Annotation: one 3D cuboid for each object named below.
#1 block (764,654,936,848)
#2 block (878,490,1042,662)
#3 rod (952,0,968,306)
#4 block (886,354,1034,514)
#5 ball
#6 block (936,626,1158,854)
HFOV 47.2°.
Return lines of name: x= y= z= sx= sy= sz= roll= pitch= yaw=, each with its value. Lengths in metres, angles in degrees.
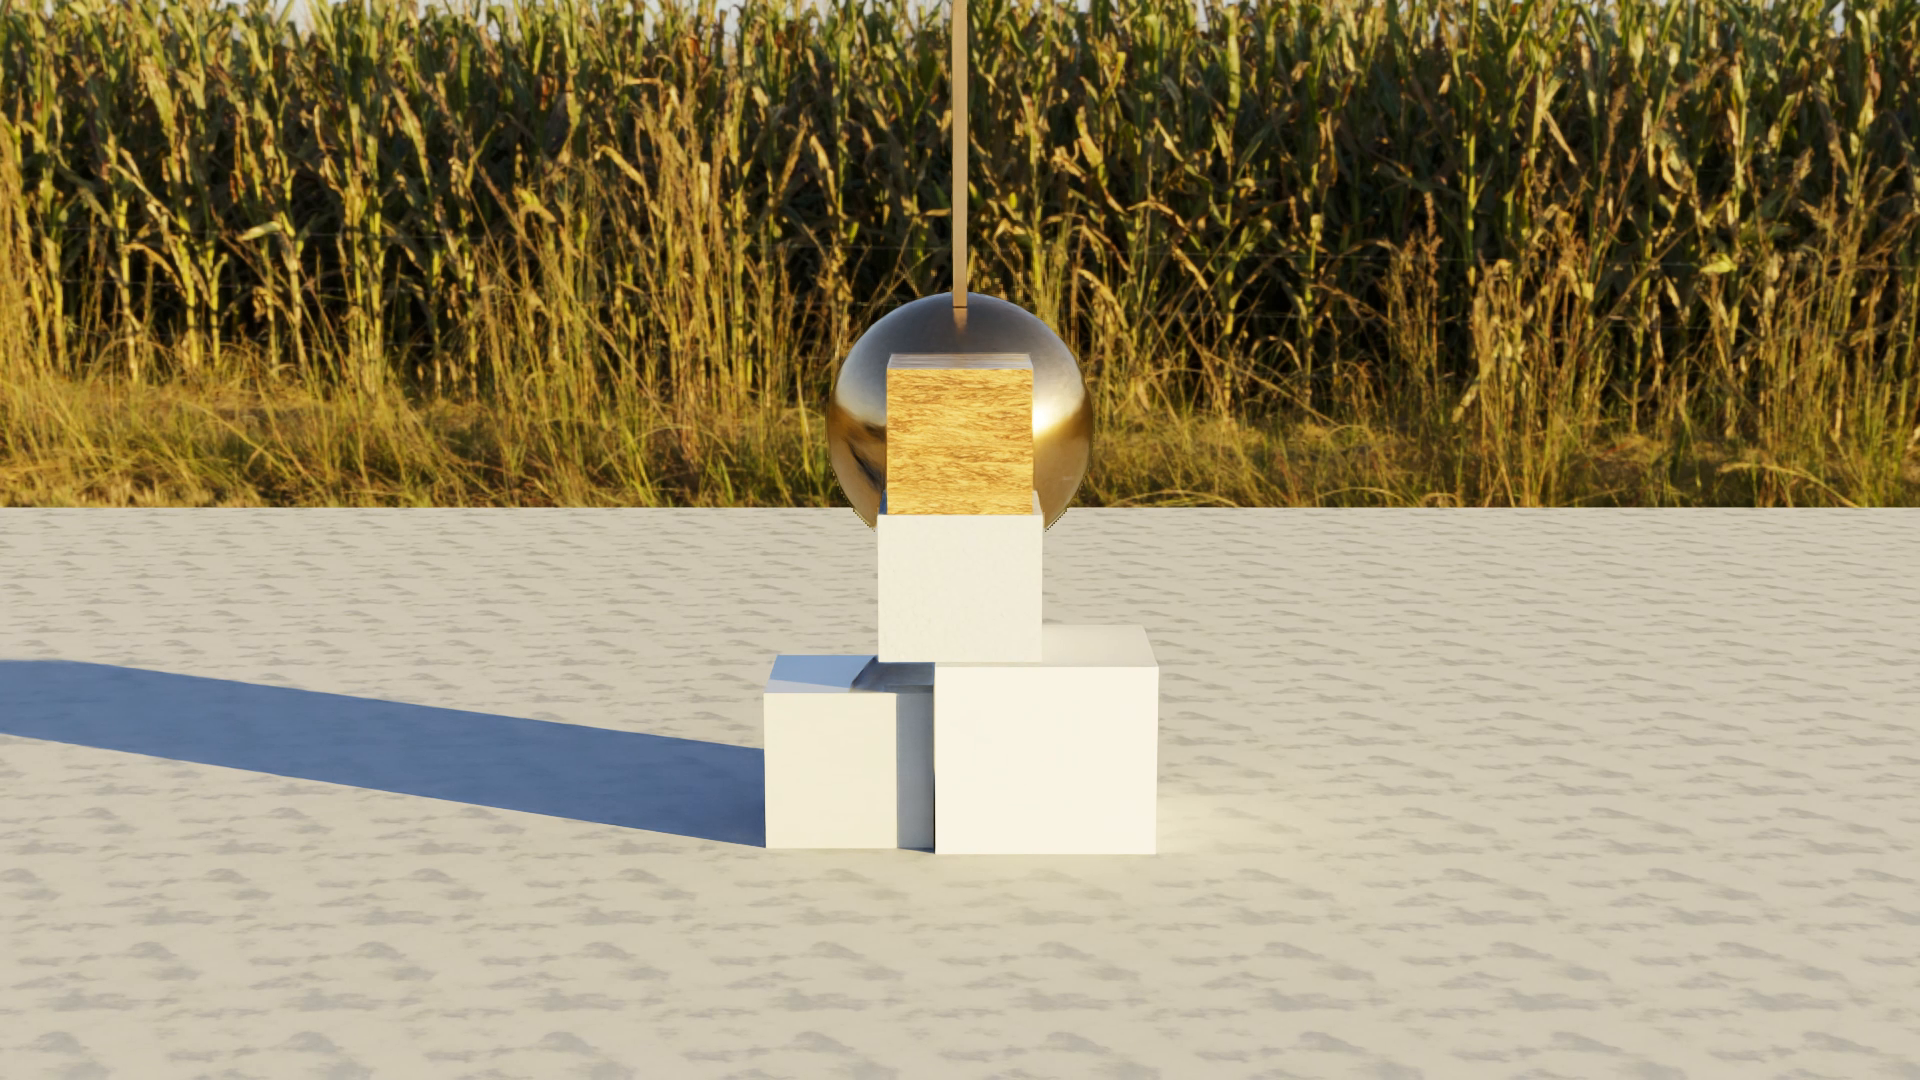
block: x=-0.552 y=1.081 z=11.385 sx=0.842 sy=0.800 sz=0.827 roll=0 pitch=10 yaw=0
block: x=0.000 y=0.173 z=11.217 sx=0.806 sy=0.736 sz=0.768 roll=0 pitch=10 yaw=0
rod: x=0.000 y=-3.609 z=11.438 sx=0.080 sy=5.200 sz=0.080 roll=0 pitch=31 yaw=0
block: x=0.000 y=-0.543 z=11.100 sx=0.713 sy=0.716 sz=0.745 roll=0 pitch=10 yaw=0
ball: x=0.000 y=-0.680 z=13.165 sx=1.600 sy=1.600 sz=1.600 roll=0 pitch=10 yaw=0
block: x=0.426 y=1.009 z=11.345 sx=1.095 sy=0.955 sz=0.957 roll=0 pitch=10 yaw=0
